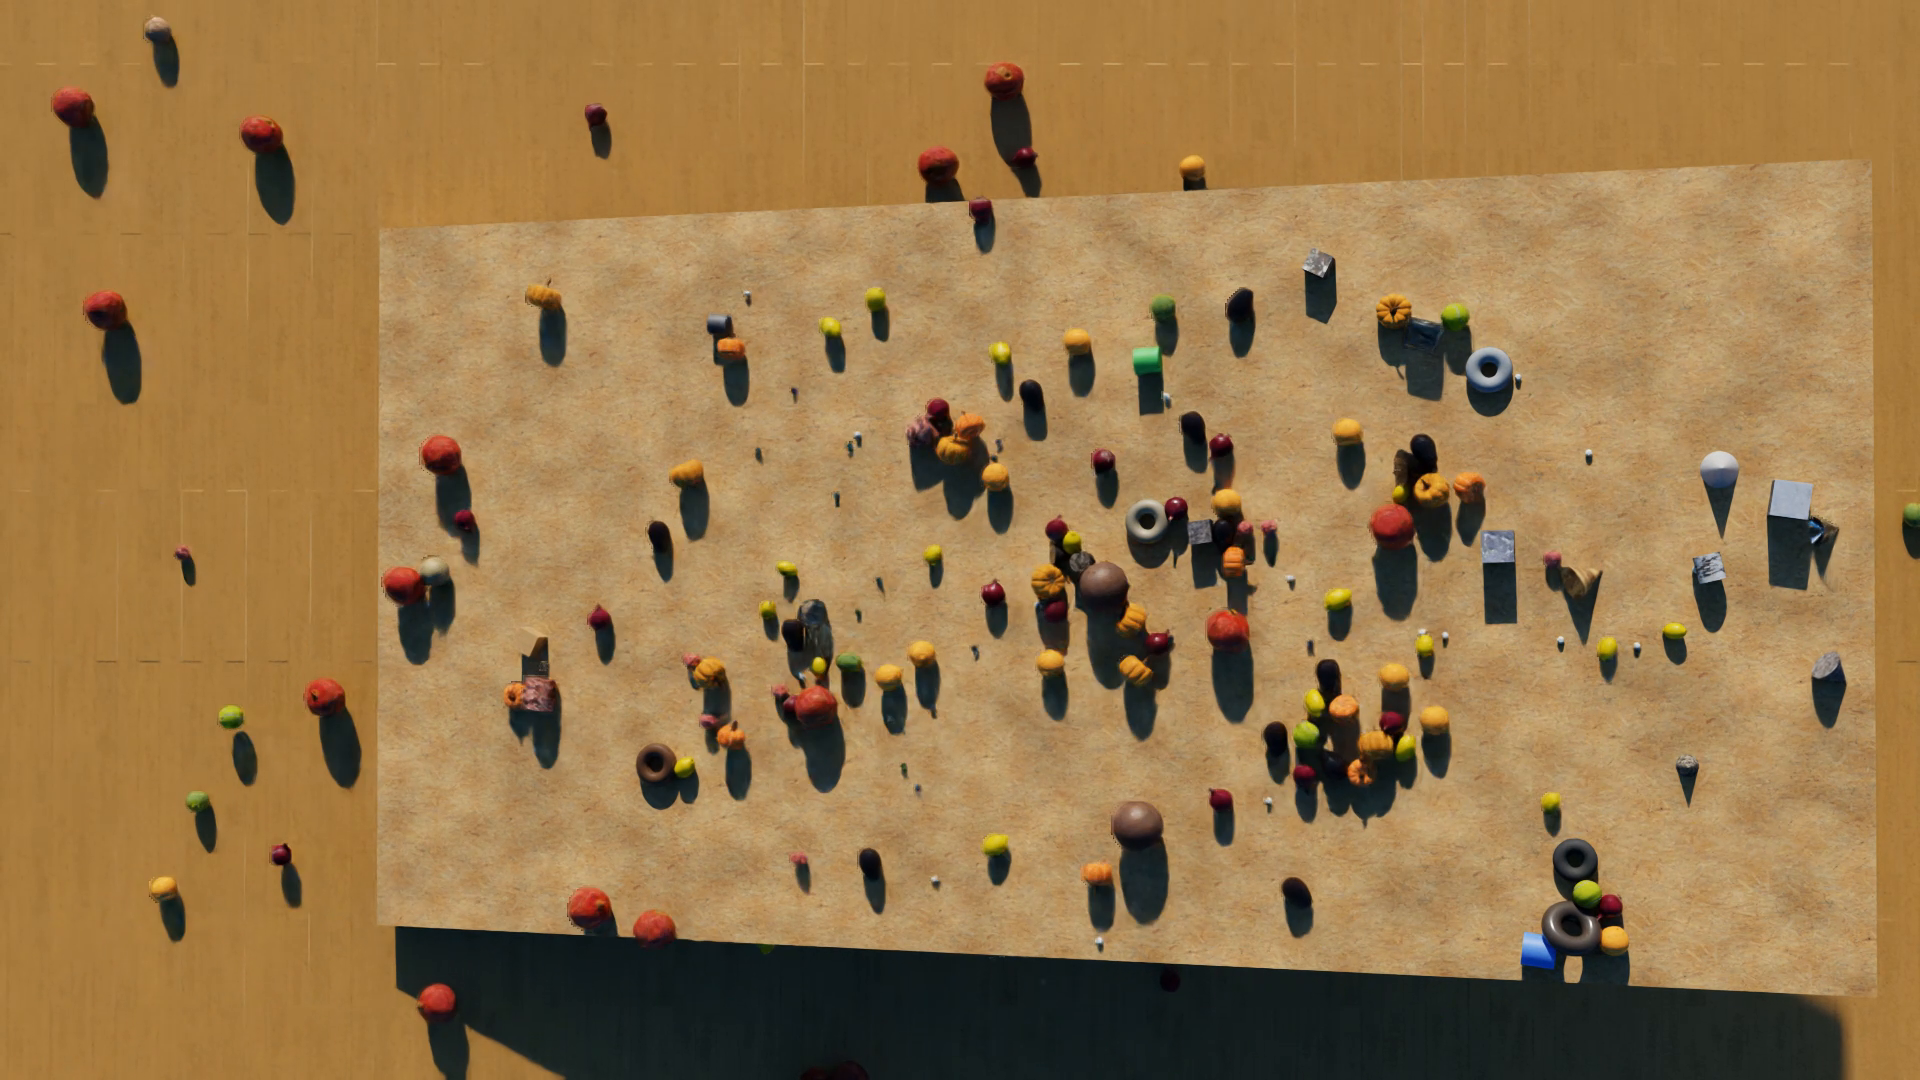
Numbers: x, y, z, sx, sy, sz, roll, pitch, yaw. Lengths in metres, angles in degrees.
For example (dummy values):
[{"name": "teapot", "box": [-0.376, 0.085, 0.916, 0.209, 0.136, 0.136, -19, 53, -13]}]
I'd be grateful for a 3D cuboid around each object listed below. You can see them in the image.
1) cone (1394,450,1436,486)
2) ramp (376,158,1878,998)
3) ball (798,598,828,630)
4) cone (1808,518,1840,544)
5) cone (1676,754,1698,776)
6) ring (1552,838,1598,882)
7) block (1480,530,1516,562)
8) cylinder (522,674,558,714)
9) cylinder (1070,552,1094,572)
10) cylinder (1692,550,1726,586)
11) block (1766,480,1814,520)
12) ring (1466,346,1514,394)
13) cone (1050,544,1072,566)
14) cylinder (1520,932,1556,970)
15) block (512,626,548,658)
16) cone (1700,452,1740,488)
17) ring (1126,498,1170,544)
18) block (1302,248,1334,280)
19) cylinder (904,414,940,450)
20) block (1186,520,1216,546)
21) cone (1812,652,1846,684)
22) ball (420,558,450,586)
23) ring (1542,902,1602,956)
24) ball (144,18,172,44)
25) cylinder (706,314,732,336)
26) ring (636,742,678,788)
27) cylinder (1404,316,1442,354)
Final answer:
[{"name": "cone", "box": [1.149, -0.182, 5.513, 0.093, 0.093, 0.093, -2, 89, -11]}, {"name": "ramp", "box": [0.268, 0.096, 5.829, 4.000, 0.100, 2.000, 0, 89, 16]}, {"name": "ball", "box": [-0.396, 0.199, 5.918, 0.083, 0.083, 0.083, 0, 89, 0]}, {"name": "cone", "box": [2.075, -0.024, 5.258, 0.065, 0.065, 0.065, -6, 89, -11]}, {"name": "cone", "box": [1.762, 0.549, 5.324, 0.054, 0.054, 0.054, 0, 89, 16]}, {"name": "ring", "box": [1.511, 0.787, 5.401, 0.108, 0.036, 0.108, 0, 90, 17]}, {"name": "block", "box": [1.331, 0.016, 5.440, 0.078, 0.078, 0.078, -1, 89, 16]}, {"name": "cylinder", "box": [-1.172, 0.430, 6.129, 0.085, 0.085, 0.085, 14, 104, 0]}, {"name": "cylinder", "box": [0.319, 0.057, 5.735, 0.054, 0.054, 0.054, 0, 89, 16]}, {"name": "cylinder", "box": [1.811, 0.067, 5.312, 0.065, 0.065, 0.065, -22, 102, 0]}, {"name": "block", "box": [1.983, -0.095, 5.256, 0.086, 0.086, 0.086, 9, 91, 16]}, {"name": "ring", "box": [1.317, -0.423, 5.472, 0.116, 0.039, 0.116, 0, 90, 14]}, {"name": "cone", "box": [0.273, 0.042, 5.762, 0.061, 0.061, 0.061, 4, 89, -11]}, {"name": "cylinder", "box": [1.422, 1.009, 5.399, 0.080, 0.080, 0.080, 7, 89, 16]}, {"name": "block", "box": [-1.204, 0.285, 6.153, 0.062, 0.062, 0.062, 27, 96, 14]}, {"name": "cone", "box": [1.832, -0.171, 5.297, 0.090, 0.090, 0.090, 0, 89, 16]}, {"name": "ring", "box": [0.487, -0.047, 5.697, 0.120, 0.040, 0.120, 0, 89, 17]}, {"name": "block", "box": [0.910, -0.700, 5.579, 0.058, 0.058, 0.058, 27, 96, 14]}, {"name": "cylinder", "box": [-0.100, -0.289, 5.847, 0.070, 0.070, 0.070, -32, 89, 16]}, {"name": "block", "box": [0.619, -0.020, 5.650, 0.058, 0.058, 0.058, -8, 87, 15]}, {"name": "cone", "box": [2.091, 0.322, 5.246, 0.079, 0.079, 0.079, 39, 89, -14]}, {"name": "ball", "box": [-1.486, 0.090, 6.223, 0.084, 0.084, 0.084, 0, 89, 0]}, {"name": "ring", "box": [1.492, 0.948, 5.365, 0.148, 0.049, 0.148, 2, 51, -3]}, {"name": "ball", "box": [-2.335, -1.483, 6.402, 0.074, 0.074, 0.074, 0, 89, 0]}, {"name": "cylinder", "box": [-0.659, -0.590, 6.019, 0.053, 0.053, 0.053, 9, 89, 16]}, {"name": "ring", "box": [-0.835, 0.620, 6.057, 0.122, 0.041, 0.122, -1, 88, 16]}, {"name": "cylinder", "box": [1.158, -0.513, 5.498, 0.077, 0.077, 0.077, 15, 89, 16]}]
